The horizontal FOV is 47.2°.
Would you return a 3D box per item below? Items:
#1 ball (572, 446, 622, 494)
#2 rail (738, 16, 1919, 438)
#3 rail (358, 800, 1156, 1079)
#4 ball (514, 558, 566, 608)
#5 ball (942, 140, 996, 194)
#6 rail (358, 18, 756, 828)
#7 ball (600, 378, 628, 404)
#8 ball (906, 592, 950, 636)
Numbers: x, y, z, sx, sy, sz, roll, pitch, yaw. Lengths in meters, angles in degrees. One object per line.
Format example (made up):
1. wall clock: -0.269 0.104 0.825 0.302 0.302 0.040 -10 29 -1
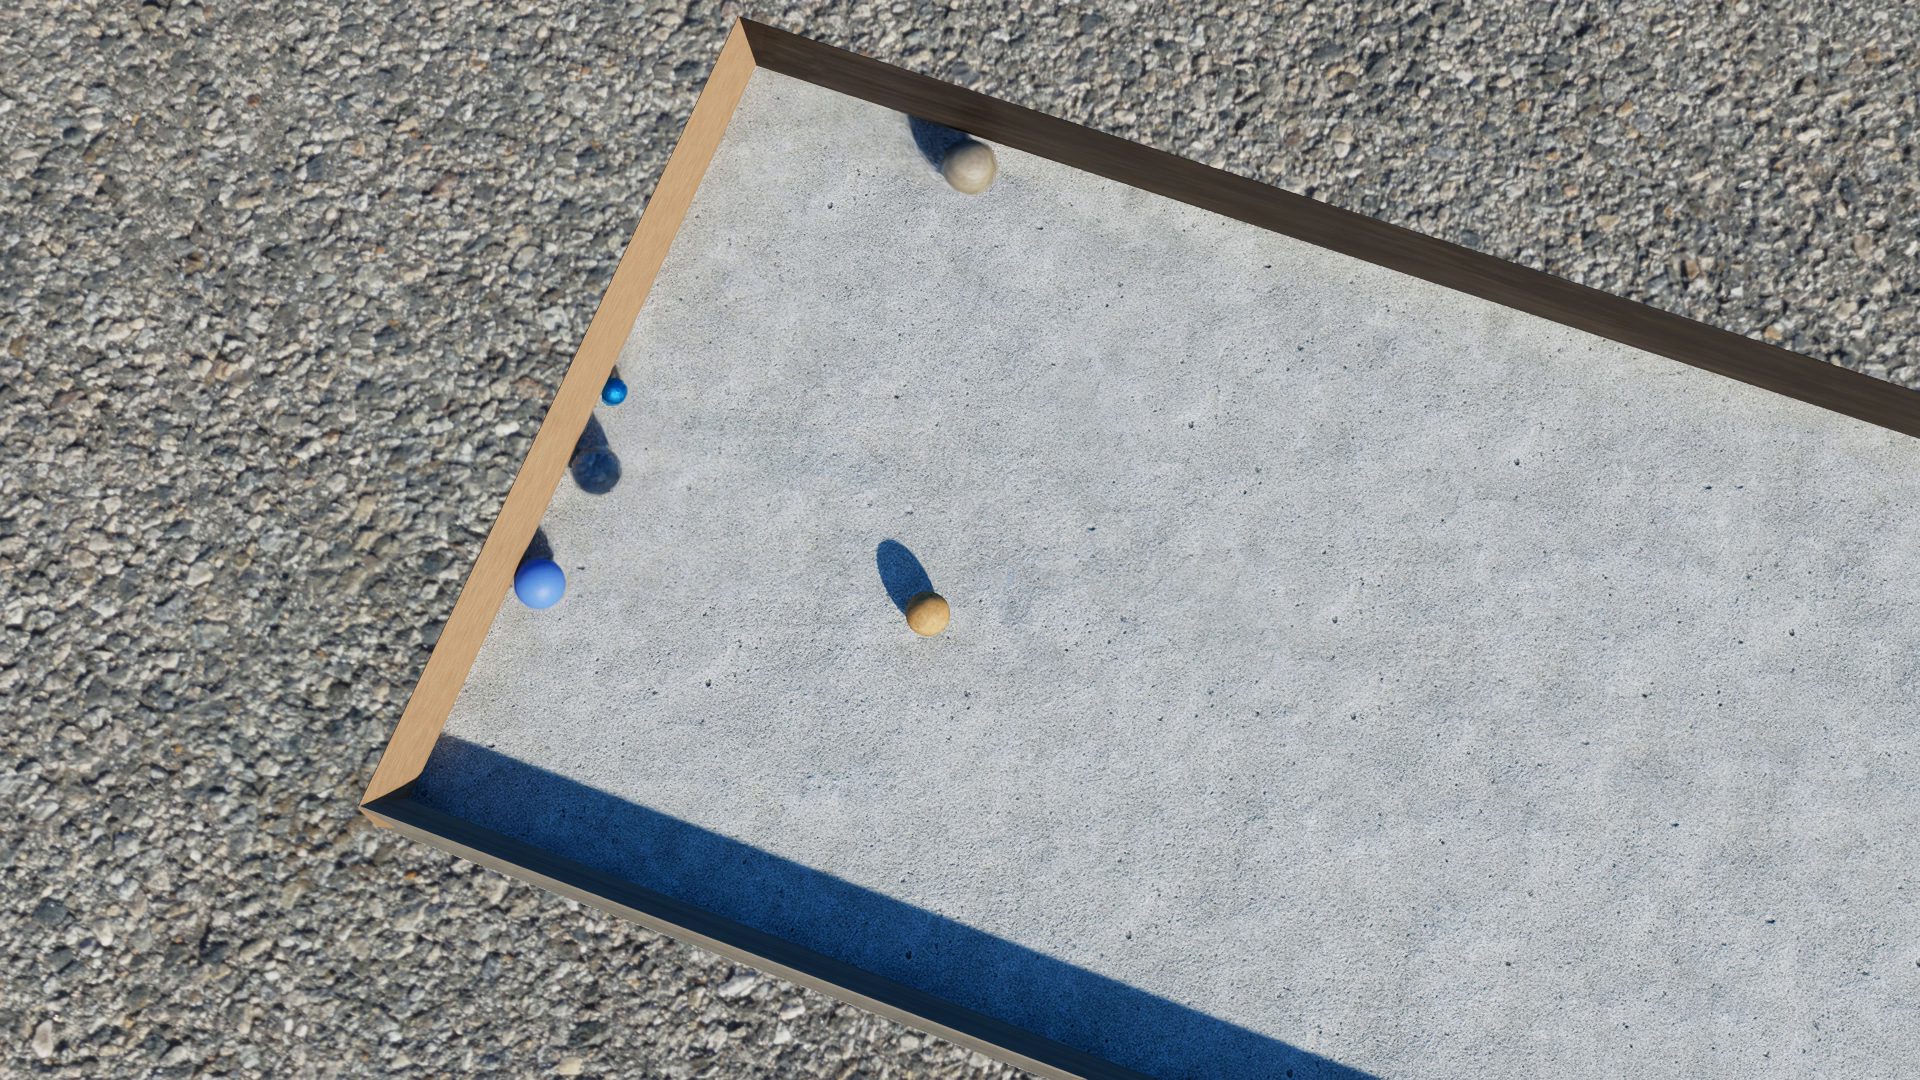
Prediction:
1. ball: -0.579 -0.112 3.505 0.079 0.079 0.079 0 69 0
2. rail: 0.877 -0.411 3.600 2.690 0.117 0.045 19 70 7
3. rail: 0.384 0.828 3.120 2.690 0.117 0.045 19 70 7
4. ball: -0.657 0.067 3.436 0.080 0.080 0.080 0 69 0
5. ball: 0.014 -0.628 3.699 0.090 0.090 0.090 0 69 0
6. rail: -0.608 -0.220 3.526 0.045 0.117 1.464 19 70 7
7. ball: -0.563 -0.243 3.575 0.044 0.044 0.044 0 69 0
8. ball: -0.050 0.115 3.423 0.070 0.070 0.070 0 69 0
